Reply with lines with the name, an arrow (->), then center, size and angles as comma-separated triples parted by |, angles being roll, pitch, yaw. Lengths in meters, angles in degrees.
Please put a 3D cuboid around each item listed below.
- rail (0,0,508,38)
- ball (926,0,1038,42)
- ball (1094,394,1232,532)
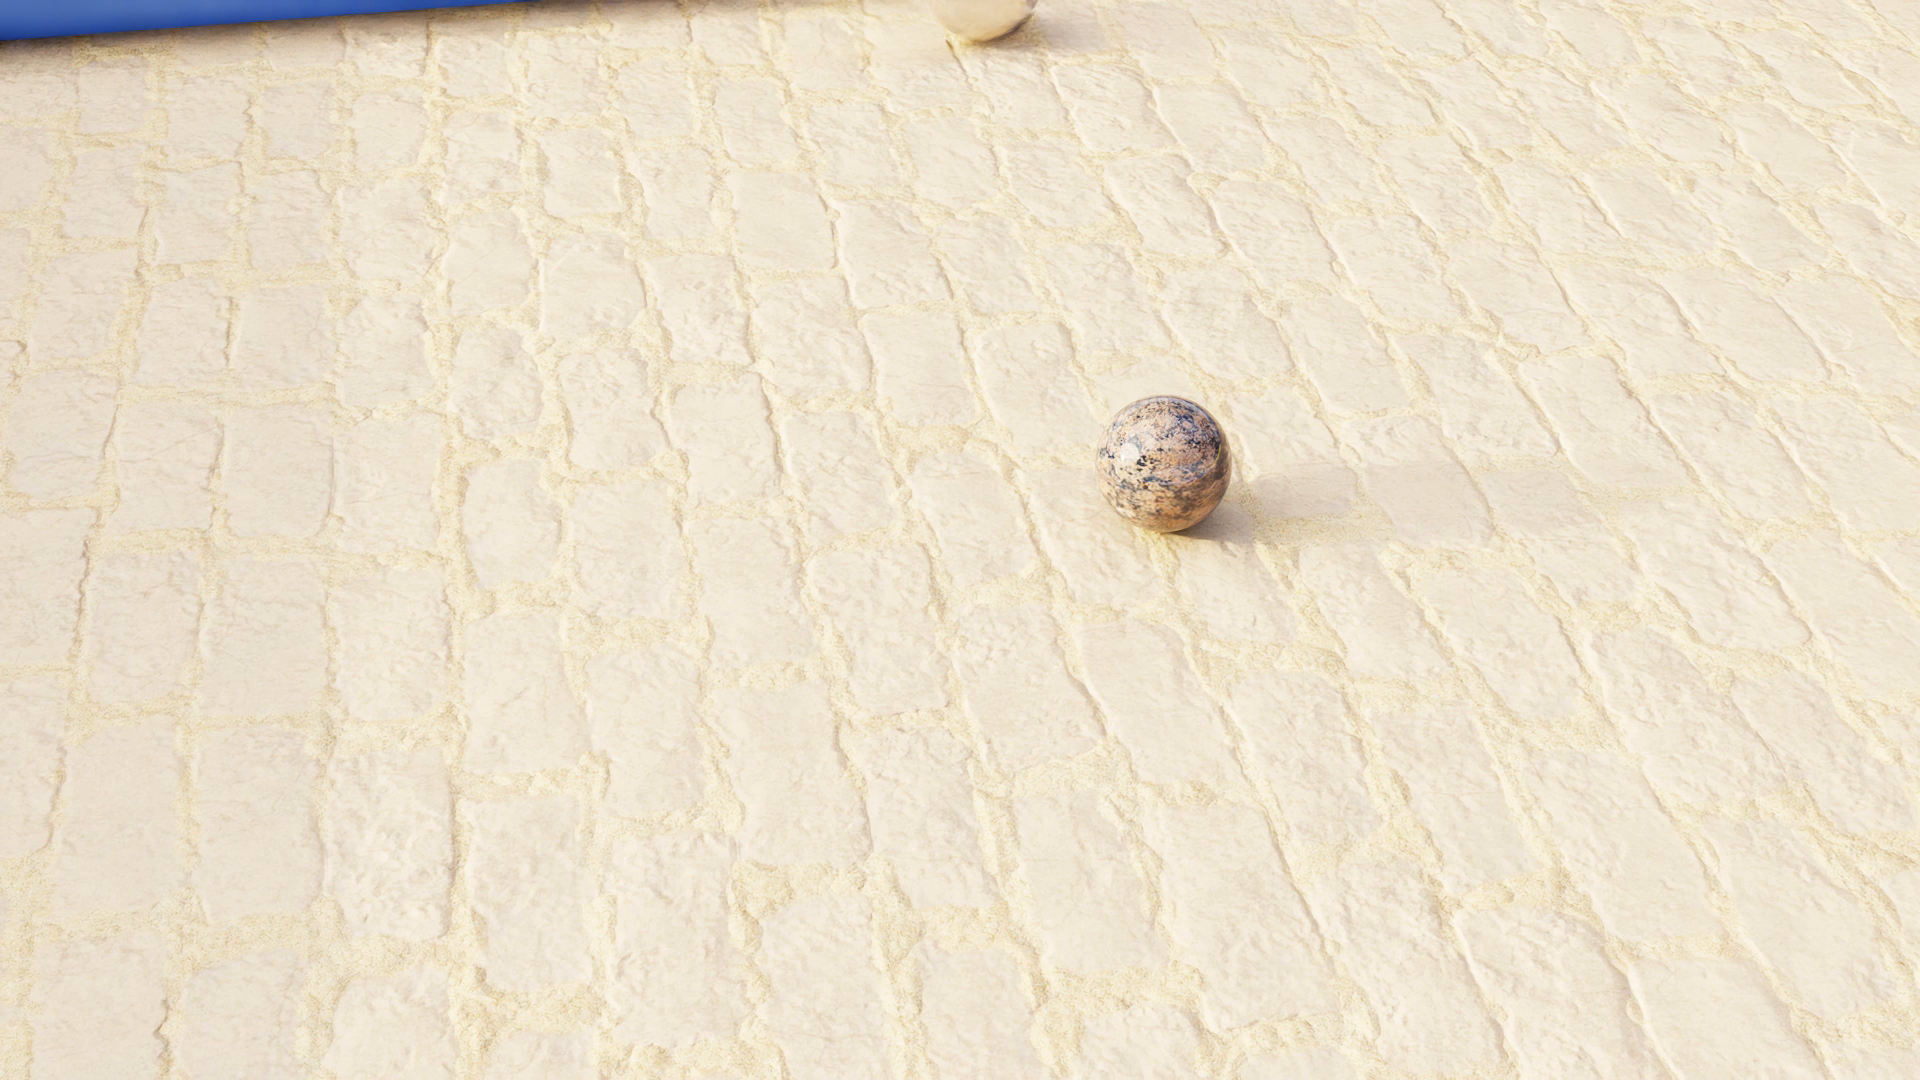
rail -> 0.705, -0.621, 2.319 | 3.505, 0.128, 0.045 | -6, 37, -8
ball -> 0.018, -0.465, 2.132 | 0.098, 0.098, 0.098 | 0, 36, 0
ball -> 0.125, -0.047, 1.575 | 0.085, 0.085, 0.085 | 0, 36, 0
